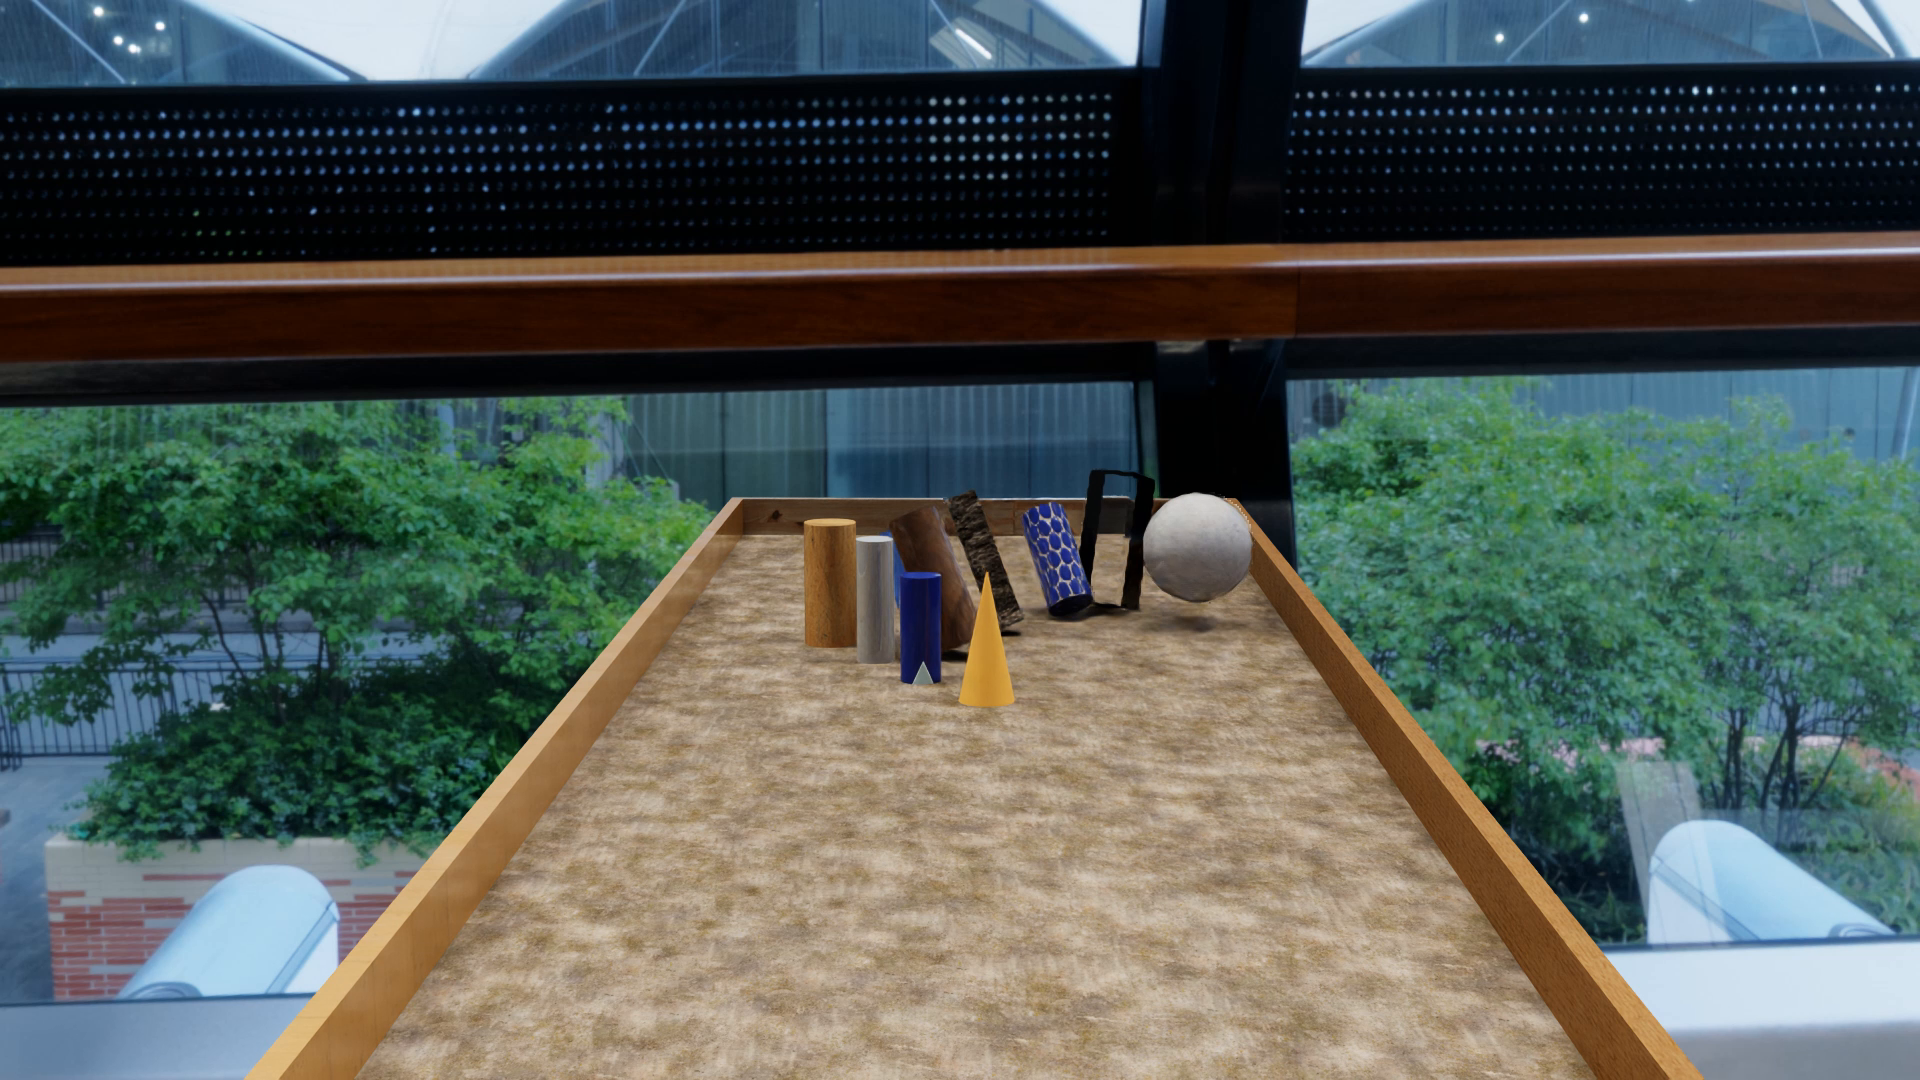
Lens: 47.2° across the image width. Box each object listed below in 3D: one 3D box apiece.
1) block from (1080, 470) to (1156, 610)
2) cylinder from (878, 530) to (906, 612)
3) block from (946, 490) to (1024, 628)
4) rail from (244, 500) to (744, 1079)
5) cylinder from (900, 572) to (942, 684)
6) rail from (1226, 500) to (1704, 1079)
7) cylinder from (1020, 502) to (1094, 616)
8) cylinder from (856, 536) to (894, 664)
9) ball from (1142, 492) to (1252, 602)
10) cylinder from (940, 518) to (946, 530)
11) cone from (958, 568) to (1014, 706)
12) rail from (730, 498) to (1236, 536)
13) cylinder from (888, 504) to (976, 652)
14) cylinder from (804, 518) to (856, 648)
[{"bbox_3d":[0.525,0.000,7.475,0.164,0.451,0.164,5,-6,34],"label":"block"},{"bbox_3d":[-0.157,0.148,6.864,0.109,0.367,0.109,-17,-7,-2],"label":"cylinder"},{"bbox_3d":[0.079,0.067,7.110,0.100,0.446,0.100,-21,-5,0],"label":"block"},{"bbox_3d":[-1.004,0.839,3.234,0.050,0.150,12.000,0,9,1],"label":"rail"},{"bbox_3d":[-0.114,0.255,6.402,0.121,0.312,0.121,0,9,0],"label":"cylinder"},{"bbox_3d":[1.046,0.843,3.208,0.050,0.150,12.000,0,9,1],"label":"rail"},{"bbox_3d":[0.325,0.065,7.407,0.156,0.349,0.156,-14,-24,-6],"label":"cylinder"},{"bbox_3d":[-0.257,0.182,6.671,0.114,0.374,0.114,0,9,0],"label":"cylinder"},{"bbox_3d":[0.778,0.025,7.218,0.360,0.360,0.360,0,9,0],"label":"ball"},{"bbox_3d":[-0.089,0.124,6.966,0.109,0.379,0.109,-4,-4,0],"label":"cylinder"},{"bbox_3d":[0.075,0.263,6.139,0.158,0.379,0.158,0,9,0],"label":"cone"},{"bbox_3d":[0.099,-0.098,9.147,2.100,0.150,0.050,0,9,1],"label":"rail"},{"bbox_3d":[-0.073,0.123,6.759,0.160,0.432,0.160,-21,-3,-1],"label":"cylinder"},{"bbox_3d":[-0.408,0.134,6.932,0.163,0.385,0.163,0,9,0],"label":"cylinder"}]
